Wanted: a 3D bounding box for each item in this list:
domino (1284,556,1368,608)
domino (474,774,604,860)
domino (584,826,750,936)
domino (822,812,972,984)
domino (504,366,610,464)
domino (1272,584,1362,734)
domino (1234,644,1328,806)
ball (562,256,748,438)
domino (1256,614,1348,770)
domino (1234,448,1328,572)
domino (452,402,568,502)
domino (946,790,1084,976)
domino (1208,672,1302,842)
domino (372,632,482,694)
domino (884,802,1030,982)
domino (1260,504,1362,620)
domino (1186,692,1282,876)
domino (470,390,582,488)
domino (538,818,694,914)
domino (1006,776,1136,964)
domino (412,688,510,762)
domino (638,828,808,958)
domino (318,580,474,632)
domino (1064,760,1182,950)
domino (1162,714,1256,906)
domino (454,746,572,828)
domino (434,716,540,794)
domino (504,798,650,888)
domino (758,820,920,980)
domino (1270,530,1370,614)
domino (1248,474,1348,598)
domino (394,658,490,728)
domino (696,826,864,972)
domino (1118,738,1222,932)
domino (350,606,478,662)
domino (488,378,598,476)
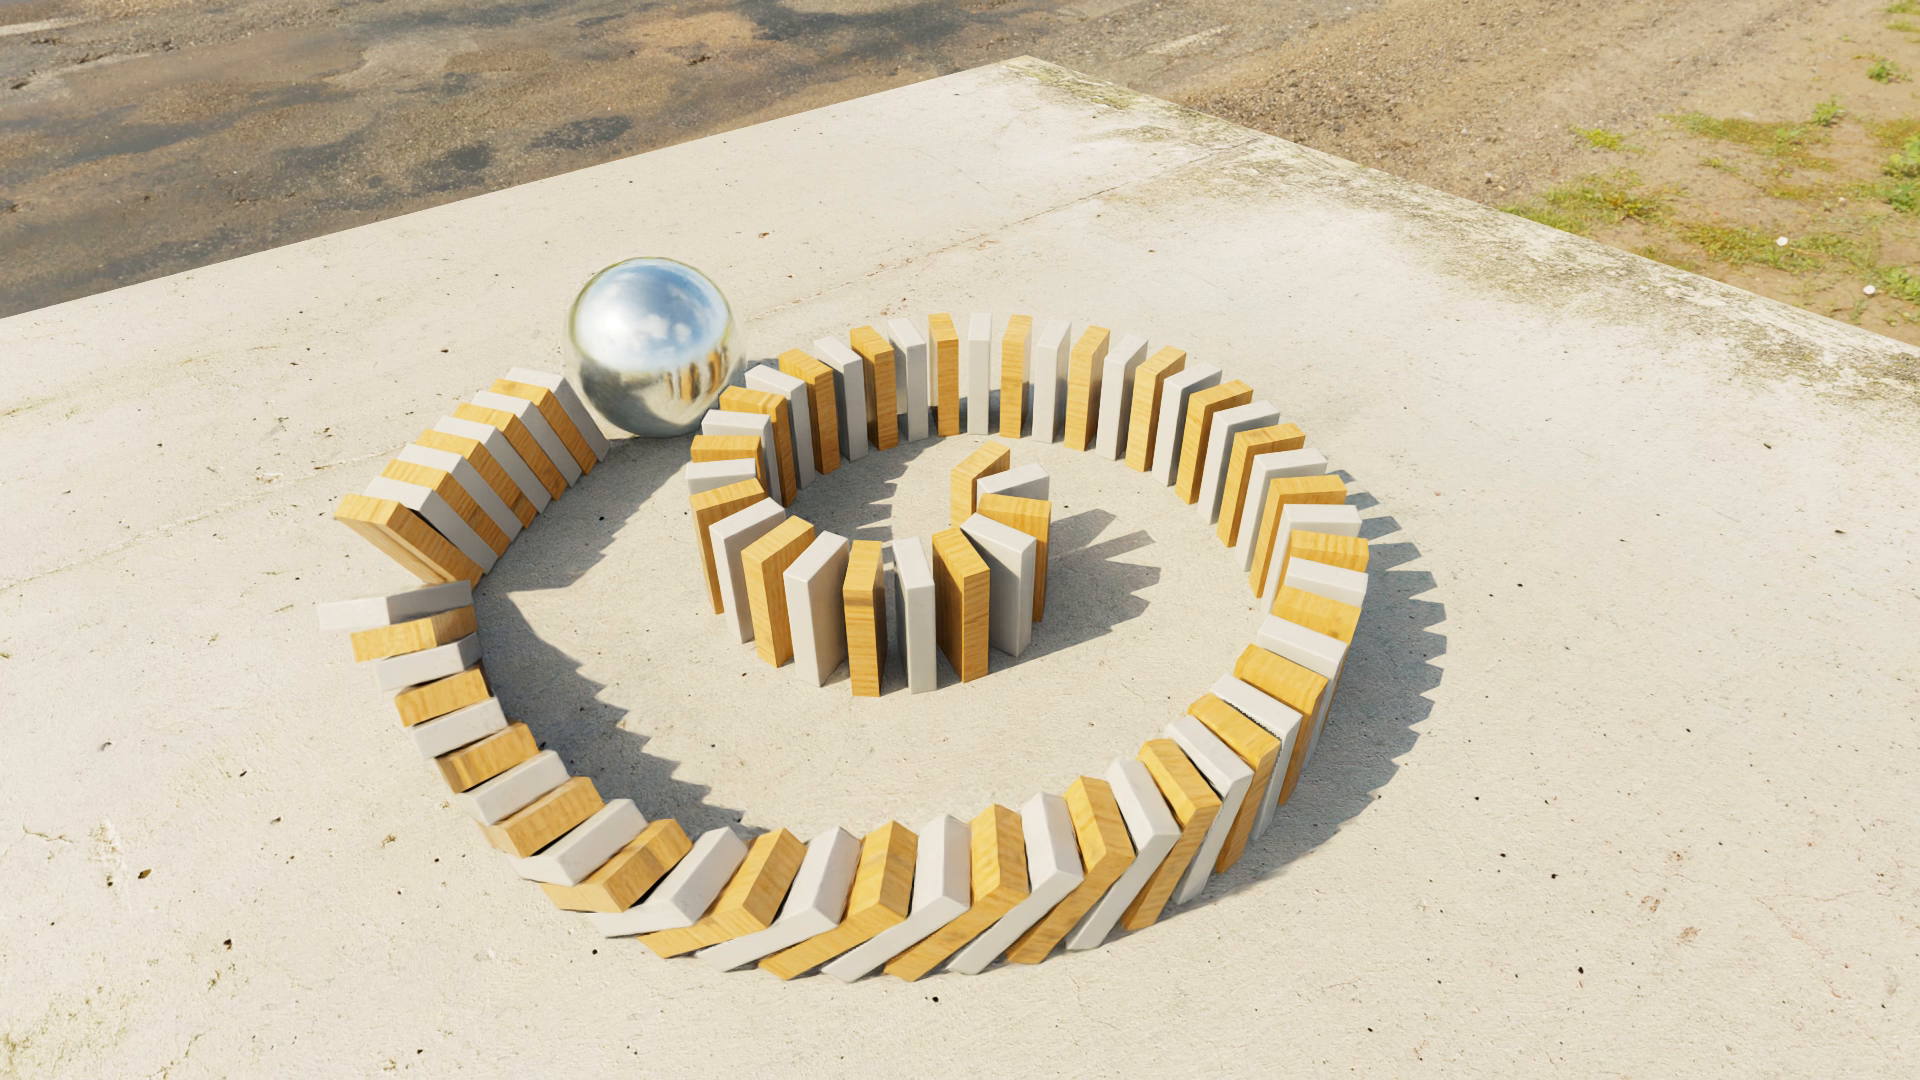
[{"bbox_3d":[0.120,0.030,0.374,0.025,0.050,0.009,14,41,16],"label":"domino"},{"bbox_3d":[-0.124,0.080,0.323,0.025,0.010,0.050,-32,10,-33],"label":"domino"},{"bbox_3d":[-0.081,0.095,0.303,0.050,0.010,0.025,-24,19,43],"label":"domino"},{"bbox_3d":[-0.017,0.097,0.298,0.009,0.050,0.025,35,32,-24],"label":"domino"},{"bbox_3d":[-0.174,-0.054,0.477,0.025,0.050,0.009,12,62,14],"label":"domino"},{"bbox_3d":[0.113,0.040,0.363,0.025,0.050,0.010,18,43,21],"label":"domino"},{"bbox_3d":[0.095,0.058,0.341,0.025,0.050,0.010,26,46,28],"label":"domino"},{"bbox_3d":[-0.136,-0.086,0.493,0.080,0.080,0.080,0,39,0],"label":"ball"},{"bbox_3d":[0.105,0.049,0.352,0.025,0.050,0.010,22,44,24],"label":"domino"},{"bbox_3d":[0.123,-0.011,0.425,0.025,0.050,0.010,-8,40,-9],"label":"domino"},{"bbox_3d":[-0.186,-0.036,0.455,0.025,0.050,0.009,12,62,14],"label":"domino"},{"bbox_3d":[0.013,0.094,0.300,0.010,0.050,0.025,24,32,-25],"label":"domino"},{"bbox_3d":[0.085,0.066,0.331,0.025,0.050,0.010,30,48,31],"label":"domino"},{"bbox_3d":[-0.178,0.041,0.371,0.025,0.009,0.050,-15,4,-17],"label":"domino"},{"bbox_3d":[-0.002,0.096,0.298,0.009,0.050,0.025,30,32,-25],"label":"domino"},{"bbox_3d":[0.127,0.010,0.399,0.025,0.050,0.009,1,39,1],"label":"domino"},{"bbox_3d":[0.075,0.072,0.323,0.010,0.050,0.025,-24,45,-35],"label":"domino"},{"bbox_3d":[-0.182,-0.042,0.462,0.025,0.050,0.010,12,62,14],"label":"domino"},{"bbox_3d":[-0.097,0.091,0.308,0.050,0.010,0.025,-20,16,49],"label":"domino"},{"bbox_3d":[0.027,0.091,0.302,0.010,0.050,0.025,17,32,-26],"label":"domino"},{"bbox_3d":[-0.159,0.058,0.350,0.025,0.009,0.050,-22,6,-24],"label":"domino"},{"bbox_3d":[-0.065,0.097,0.301,0.050,0.010,0.025,-28,23,37],"label":"domino"},{"bbox_3d":[-0.200,0.023,0.392,0.025,0.009,0.050,-6,4,7],"label":"domino"},{"bbox_3d":[0.040,0.088,0.305,0.009,0.050,0.025,10,34,-27],"label":"domino"},{"bbox_3d":[0.065,0.078,0.316,0.009,0.050,0.025,-12,39,-34],"label":"domino"},{"bbox_3d":[-0.136,0.073,0.331,0.025,0.009,0.050,-30,9,-31],"label":"domino"},{"bbox_3d":[-0.148,0.066,0.341,0.025,0.010,0.050,-26,8,-28],"label":"domino"},{"bbox_3d":[-0.111,0.086,0.315,0.025,0.009,0.050,-38,12,-37],"label":"domino"},{"bbox_3d":[-0.033,0.098,0.298,0.009,0.050,0.025,39,33,-23],"label":"domino"},{"bbox_3d":[0.125,0.020,0.387,0.025,0.050,0.010,8,40,9],"label":"domino"},{"bbox_3d":[0.126,-0.001,0.412,0.025,0.050,0.010,-4,39,-5],"label":"domino"},{"bbox_3d":[-0.169,0.049,0.361,0.025,0.009,0.050,-20,5,-22],"label":"domino"},{"bbox_3d":[-0.049,0.098,0.299,0.050,0.010,0.025,-32,25,33],"label":"domino"},{"bbox_3d":[0.053,0.083,0.310,0.009,0.050,0.025,0,35,-30],"label":"domino"},{"bbox_3d":[-0.188,0.032,0.381,0.025,0.010,0.050,-12,3,-9],"label":"domino"},{"bbox_3d":[-0.178,-0.048,0.470,0.025,0.050,0.010,12,62,14],"label":"domino"}]
